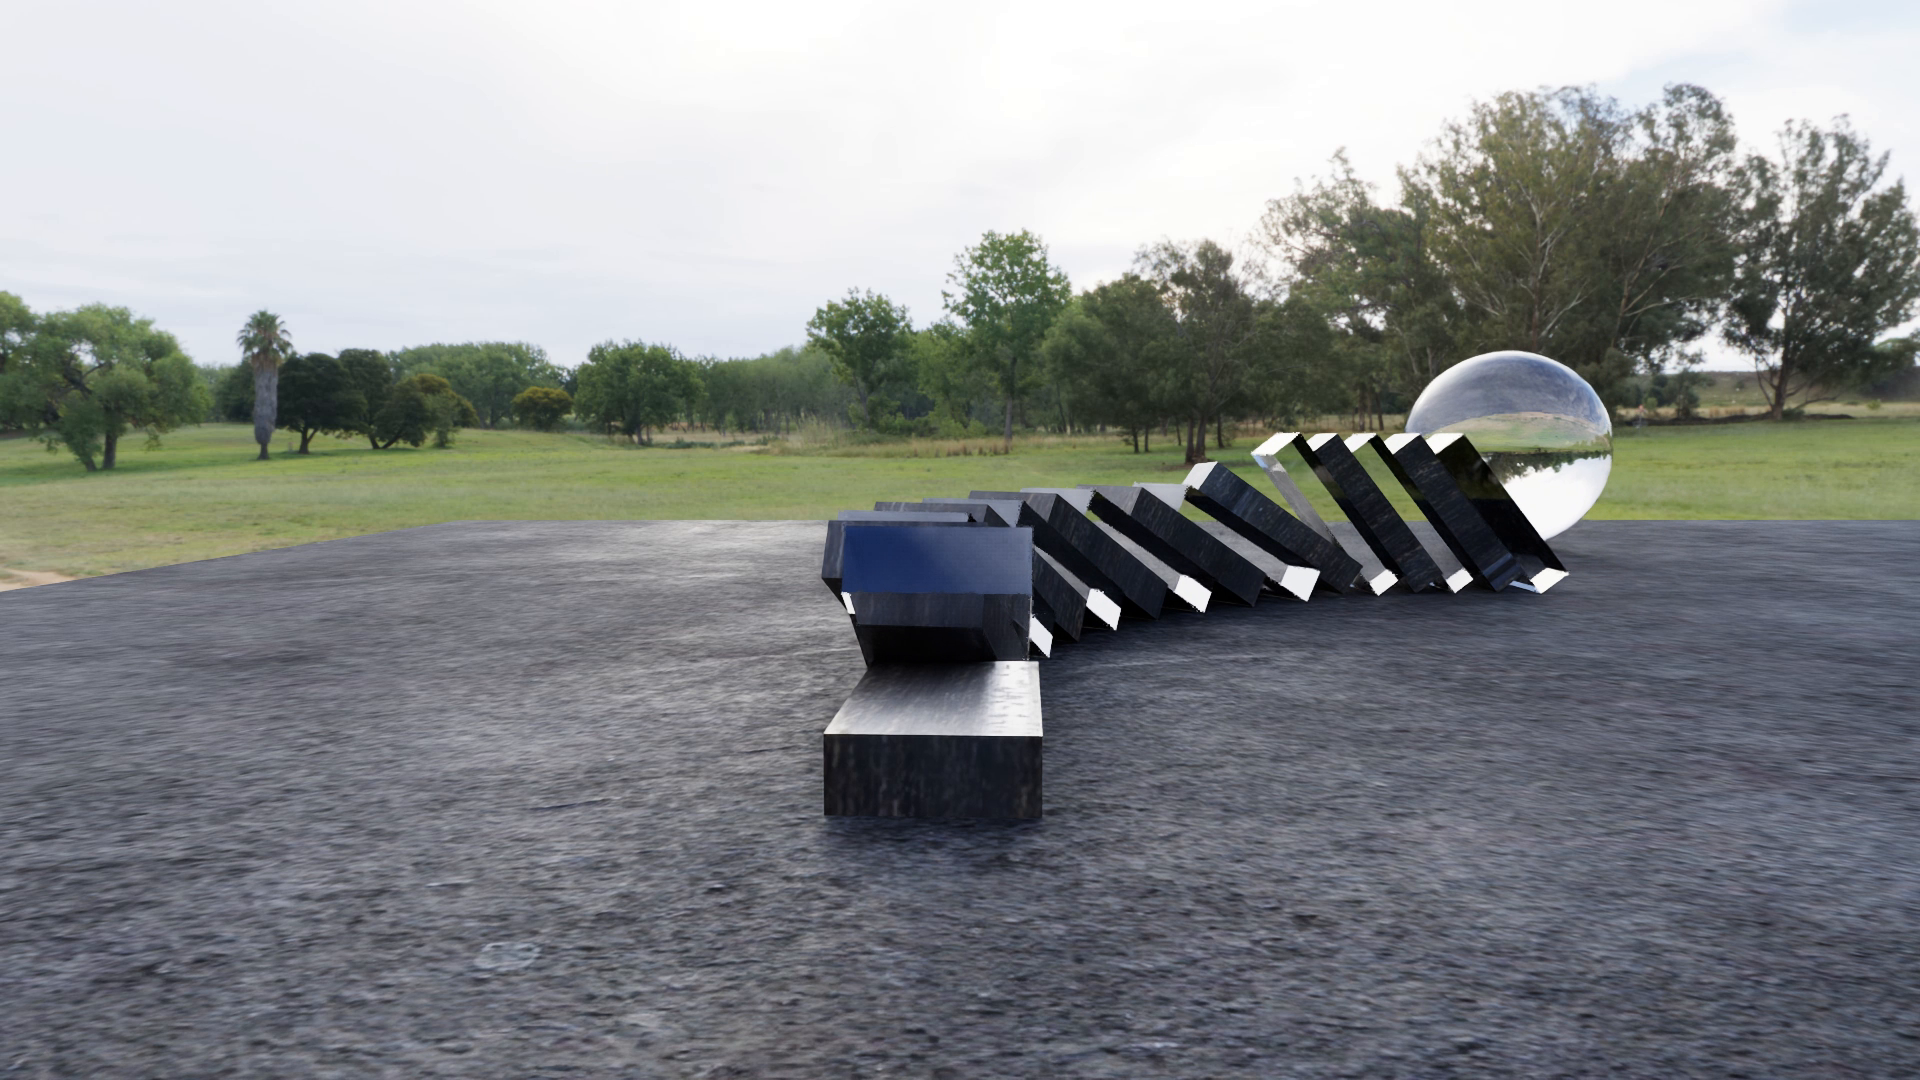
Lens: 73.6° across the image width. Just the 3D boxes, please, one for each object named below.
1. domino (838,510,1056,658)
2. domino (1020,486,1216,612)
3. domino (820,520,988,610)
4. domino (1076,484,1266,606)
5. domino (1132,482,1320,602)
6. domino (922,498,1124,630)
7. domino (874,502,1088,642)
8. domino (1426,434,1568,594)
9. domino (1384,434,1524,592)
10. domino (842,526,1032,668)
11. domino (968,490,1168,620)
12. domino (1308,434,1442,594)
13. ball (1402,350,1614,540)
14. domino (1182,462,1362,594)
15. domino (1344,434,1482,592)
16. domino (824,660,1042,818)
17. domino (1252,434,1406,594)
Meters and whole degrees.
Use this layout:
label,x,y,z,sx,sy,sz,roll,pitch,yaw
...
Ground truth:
label,x,y,z,sx,sy,sz,roll,pitch,yaw
domino,-0.002,0.009,0.241,0.025,0.010,0.050,2,-22,24
domino,0.038,0.003,0.320,0.050,0.010,0.025,32,-17,-37
domino,-0.004,0.011,0.217,0.025,0.010,0.050,1,-22,12
domino,0.054,0.001,0.335,0.050,0.009,0.025,31,-13,-32
domino,0.071,0.000,0.348,0.050,0.009,0.025,29,-9,-25
domino,0.014,0.006,0.283,0.025,0.009,0.050,3,-22,35
domino,0.004,0.007,0.263,0.025,0.009,0.050,2,-22,30
domino,0.155,-0.008,0.377,0.010,0.050,0.025,-37,2,5
domino,0.143,-0.008,0.378,0.010,0.050,0.025,-37,2,5
domino,-0.002,0.012,0.193,0.025,0.009,0.050,1,-22,2
domino,0.025,0.004,0.302,0.025,0.009,0.050,4,-22,42
domino,0.119,-0.008,0.376,0.009,0.050,0.025,-37,2,5
ball,0.222,-0.037,0.523,0.080,0.080,0.080,0,4,0
domino,0.087,-0.004,0.365,0.050,0.010,0.025,35,0,-4
domino,0.131,-0.009,0.378,0.009,0.050,0.025,-37,2,5
domino,-0.002,0.025,0.171,0.025,0.009,0.050,0,4,3
domino,0.106,-0.008,0.371,0.010,0.050,0.025,-38,4,2
